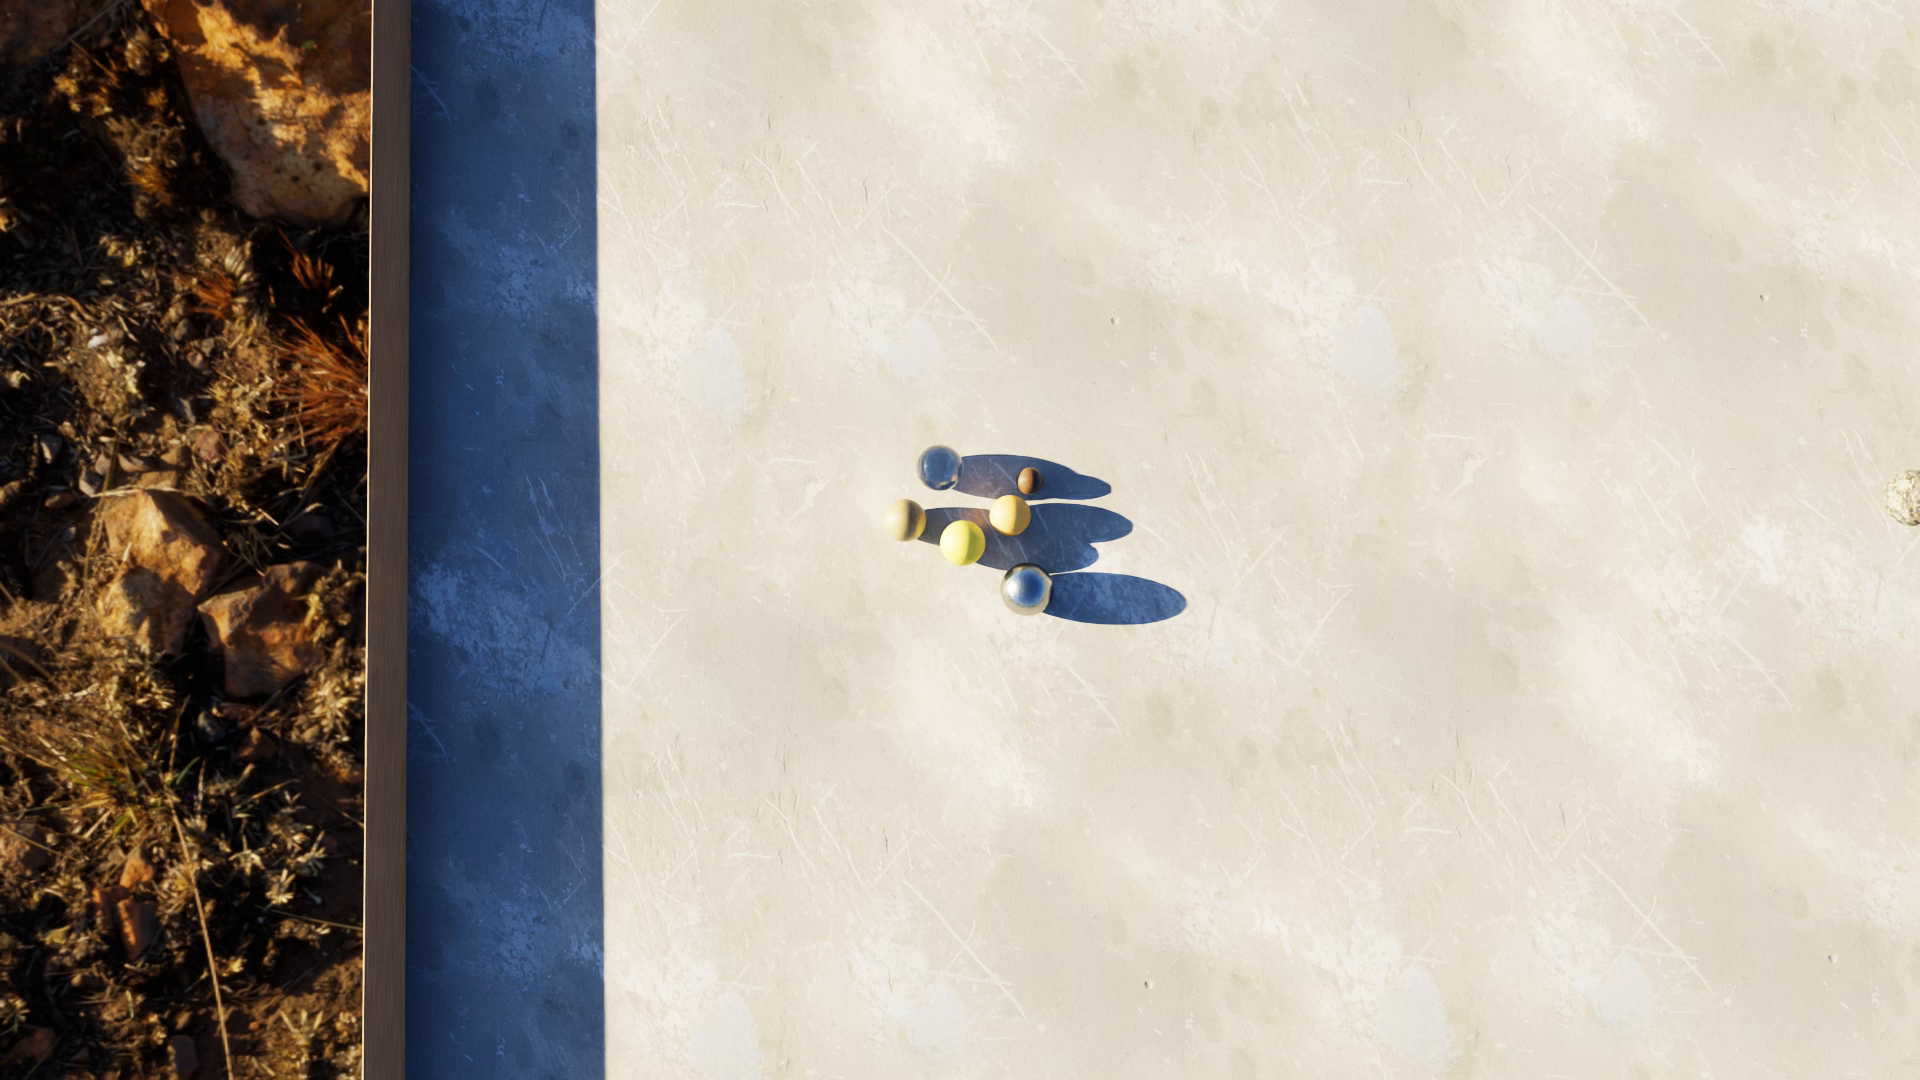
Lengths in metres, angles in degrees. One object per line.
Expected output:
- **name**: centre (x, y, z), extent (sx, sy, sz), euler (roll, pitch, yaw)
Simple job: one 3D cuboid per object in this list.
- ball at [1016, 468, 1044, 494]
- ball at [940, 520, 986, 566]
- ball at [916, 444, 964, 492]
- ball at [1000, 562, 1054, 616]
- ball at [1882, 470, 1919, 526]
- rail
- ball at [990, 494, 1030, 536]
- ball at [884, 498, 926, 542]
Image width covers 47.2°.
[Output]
- **ball**: centre (0.105, -0.089, 3.313), extent (0.042, 0.042, 0.042), euler (0, 80, 0)
- **ball**: centre (0.004, 0.005, 3.283), extent (0.068, 0.068, 0.068), euler (0, 80, 0)
- **ball**: centre (-0.031, -0.108, 3.301), extent (0.072, 0.072, 0.072), euler (0, 80, 0)
- **ball**: centre (0.100, 0.073, 3.265), extent (0.080, 0.080, 0.080), euler (0, 80, 0)
- **ball**: centre (1.424, -0.063, 3.287), extent (0.083, 0.083, 0.083), euler (0, 80, 0)
- **rail**: centre (-0.841, 0.027, 3.258), extent (0.045, 0.107, 1.962), euler (-2, 80, 0)
- **ball**: centre (0.075, -0.037, 3.293), extent (0.062, 0.062, 0.062), euler (0, 80, 0)
- **ball**: centre (-0.082, -0.029, 3.290), extent (0.065, 0.065, 0.065), euler (0, 80, 0)
